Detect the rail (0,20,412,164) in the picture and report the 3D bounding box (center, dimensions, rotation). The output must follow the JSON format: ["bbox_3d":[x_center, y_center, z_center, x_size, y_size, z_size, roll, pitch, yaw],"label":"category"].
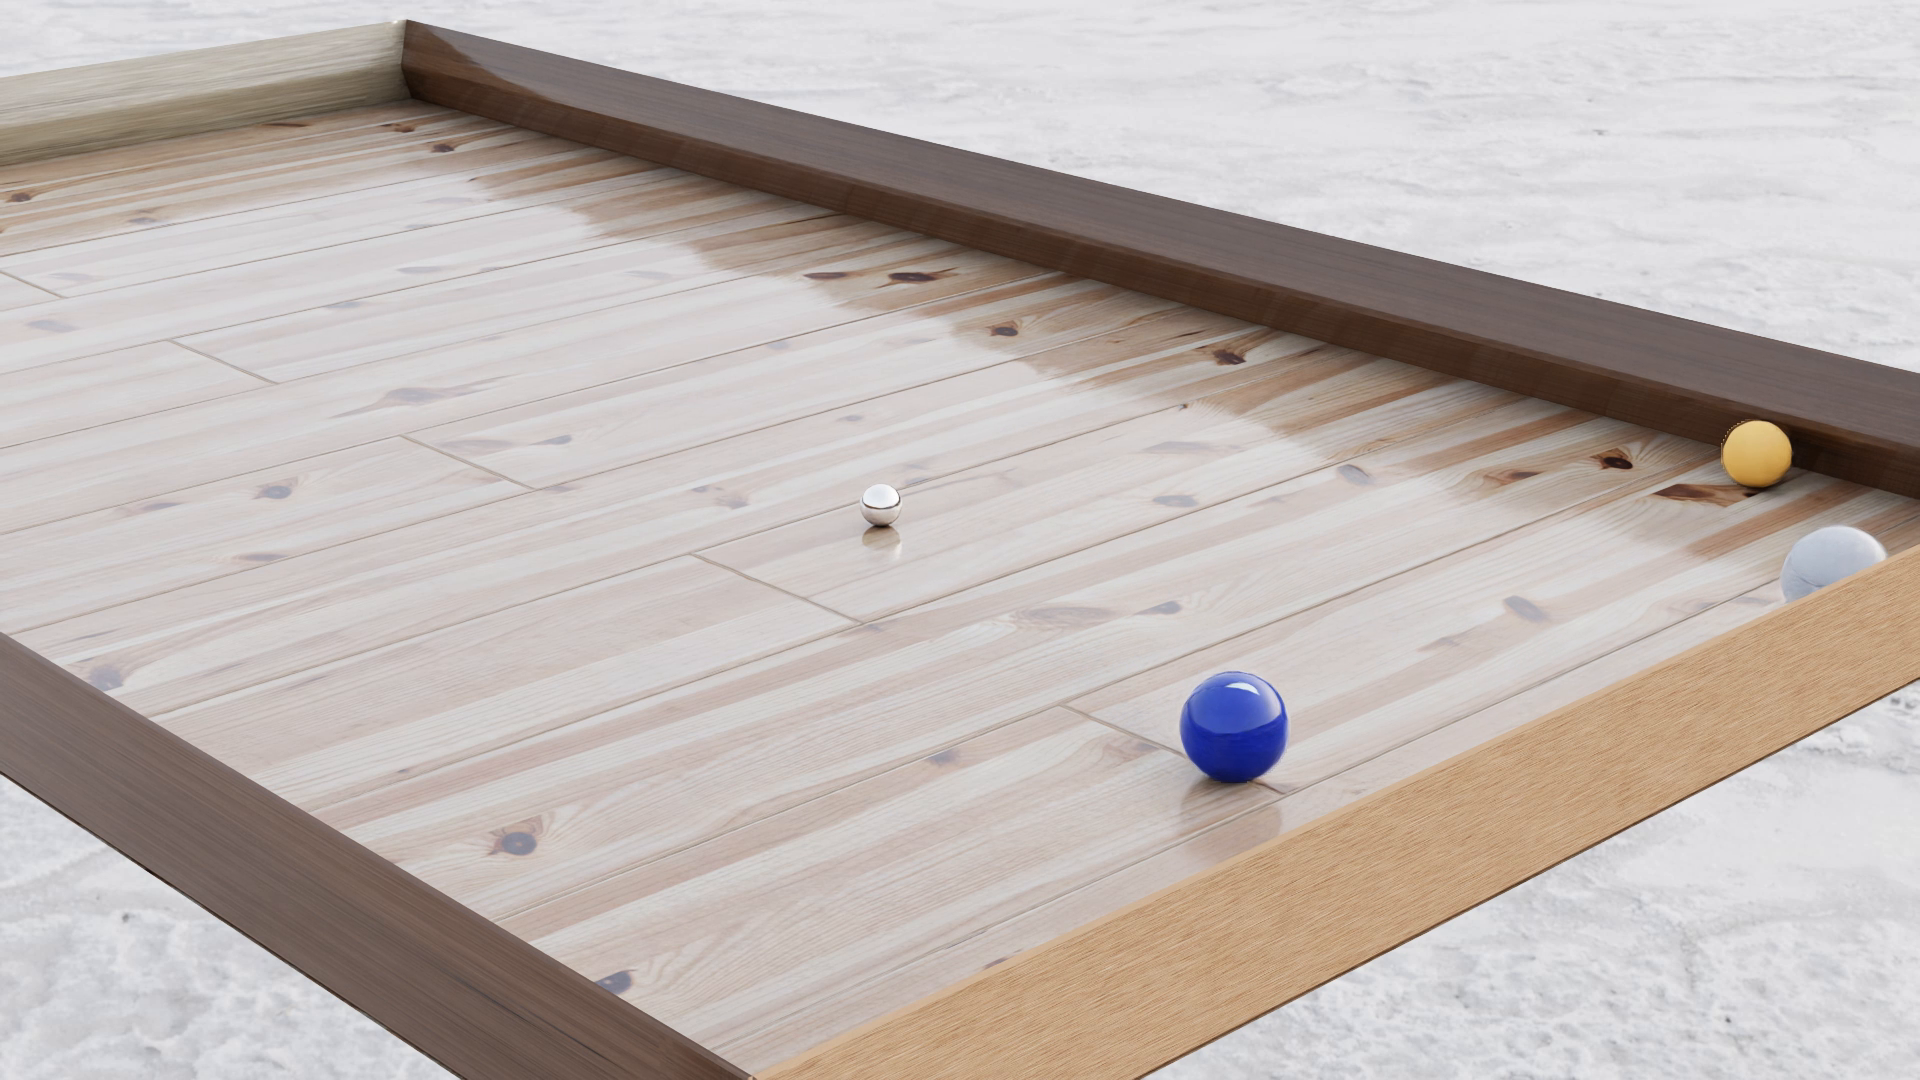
[{"bbox_3d":[-1.508,-0.579,4.239,1.714,0.128,0.045,-18,27,-40],"label":"rail"}]

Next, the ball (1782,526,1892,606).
[{"bbox_3d":[0.779,0.036,2.609,0.098,0.098,0.098,0,20,0],"label":"ball"}]

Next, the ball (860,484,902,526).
[{"bbox_3d":[-0.077,-0.034,2.883,0.042,0.042,0.042,0,20,0],"label":"ball"}]

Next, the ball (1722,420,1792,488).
[{"bbox_3d":[0.811,-0.087,2.989,0.068,0.068,0.068,0,20,0],"label":"ball"}]

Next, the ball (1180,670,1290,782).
[{"bbox_3d":[0.217,0.147,2.323,0.087,0.087,0.087,0,20,0],"label":"ball"}]

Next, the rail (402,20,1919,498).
[{"bbox_3d":[0.100,-0.408,3.775,0.045,0.128,2.969,-18,27,-40],"label":"rail"}]

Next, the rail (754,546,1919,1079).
[{"bbox_3d":[0.492,0.155,2.239,1.714,0.128,0.045,-18,27,-40],"label":"rail"}]

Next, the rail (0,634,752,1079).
[{"bbox_3d":[-1.116,-0.015,2.704,0.045,0.128,2.969,-18,27,-40],"label":"rail"}]
